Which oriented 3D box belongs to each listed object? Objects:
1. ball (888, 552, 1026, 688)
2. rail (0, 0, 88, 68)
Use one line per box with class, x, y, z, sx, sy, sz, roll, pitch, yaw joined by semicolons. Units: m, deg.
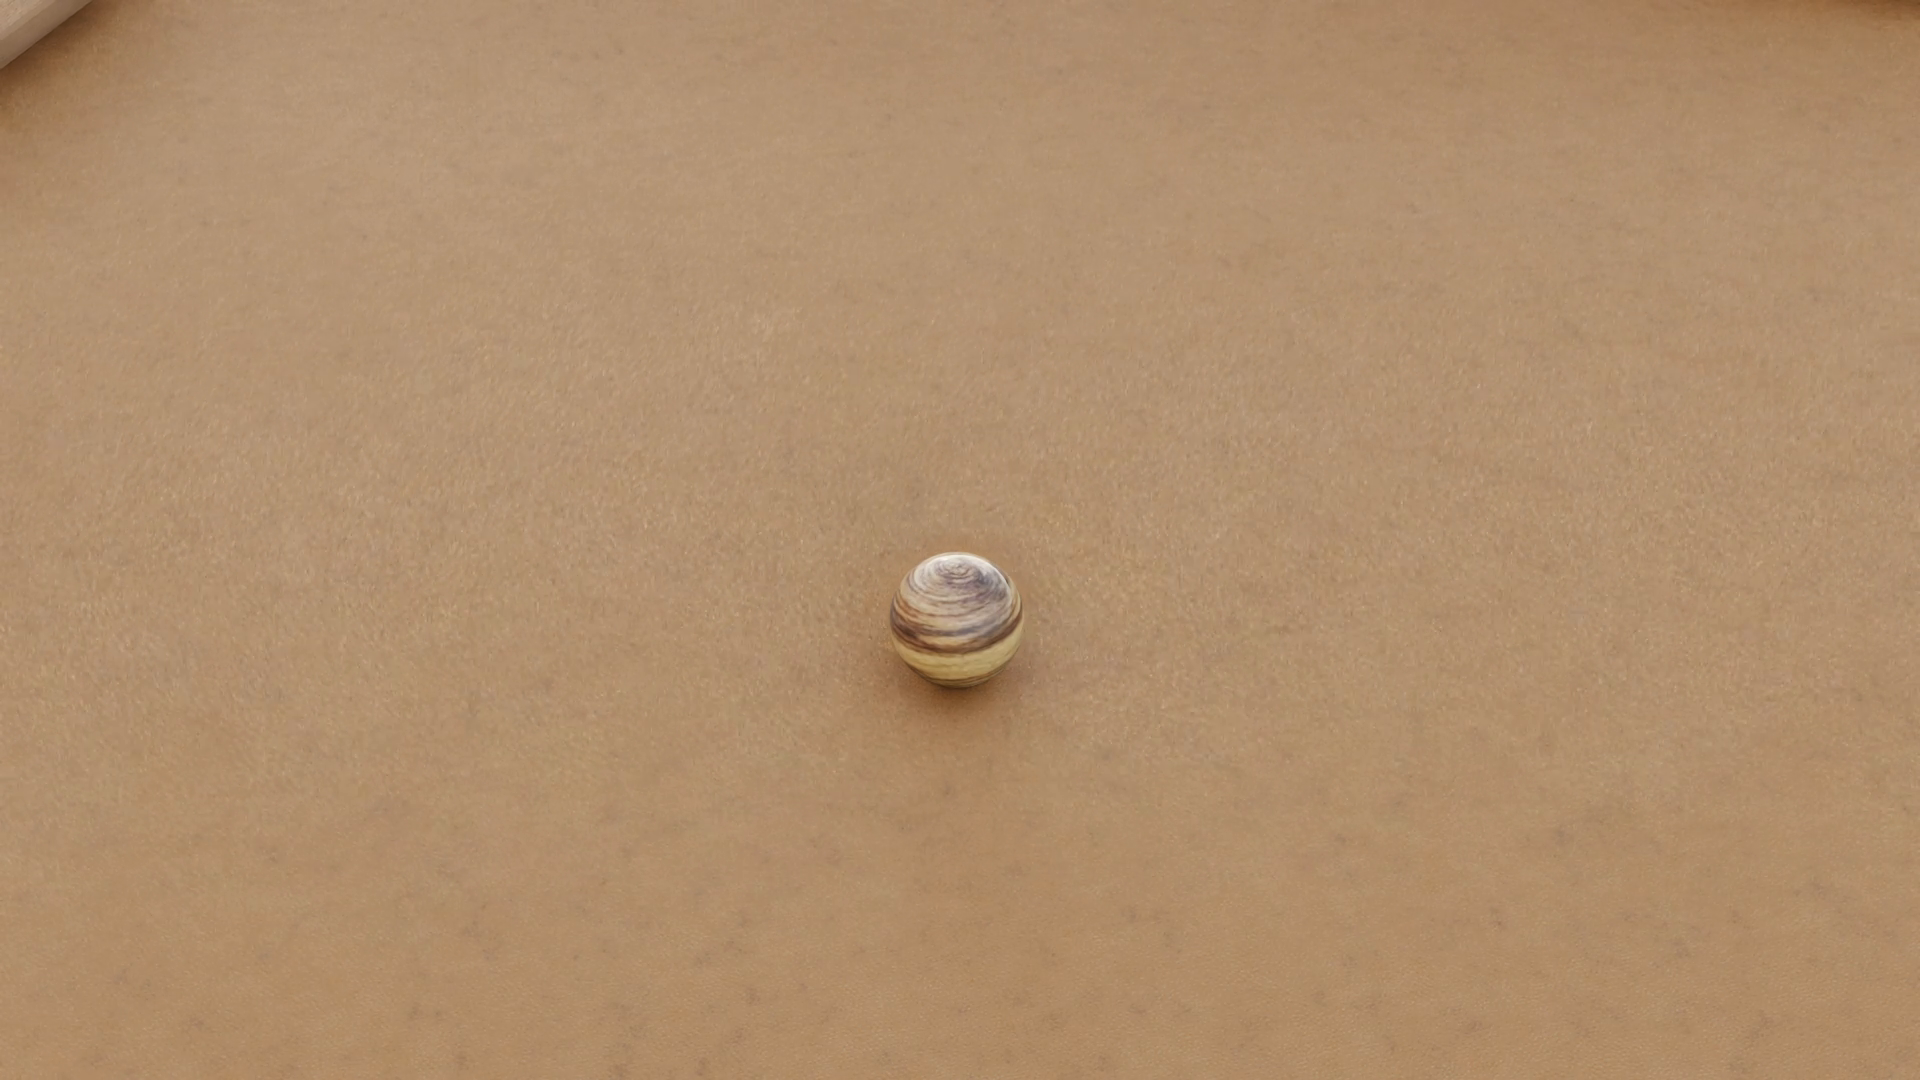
ball;-0.002;0.053;1.697;0.090;0.090;0.090;0;35;0
rail;-1.067;-0.169;1.991;0.045;0.117;2.499;8;36;11
